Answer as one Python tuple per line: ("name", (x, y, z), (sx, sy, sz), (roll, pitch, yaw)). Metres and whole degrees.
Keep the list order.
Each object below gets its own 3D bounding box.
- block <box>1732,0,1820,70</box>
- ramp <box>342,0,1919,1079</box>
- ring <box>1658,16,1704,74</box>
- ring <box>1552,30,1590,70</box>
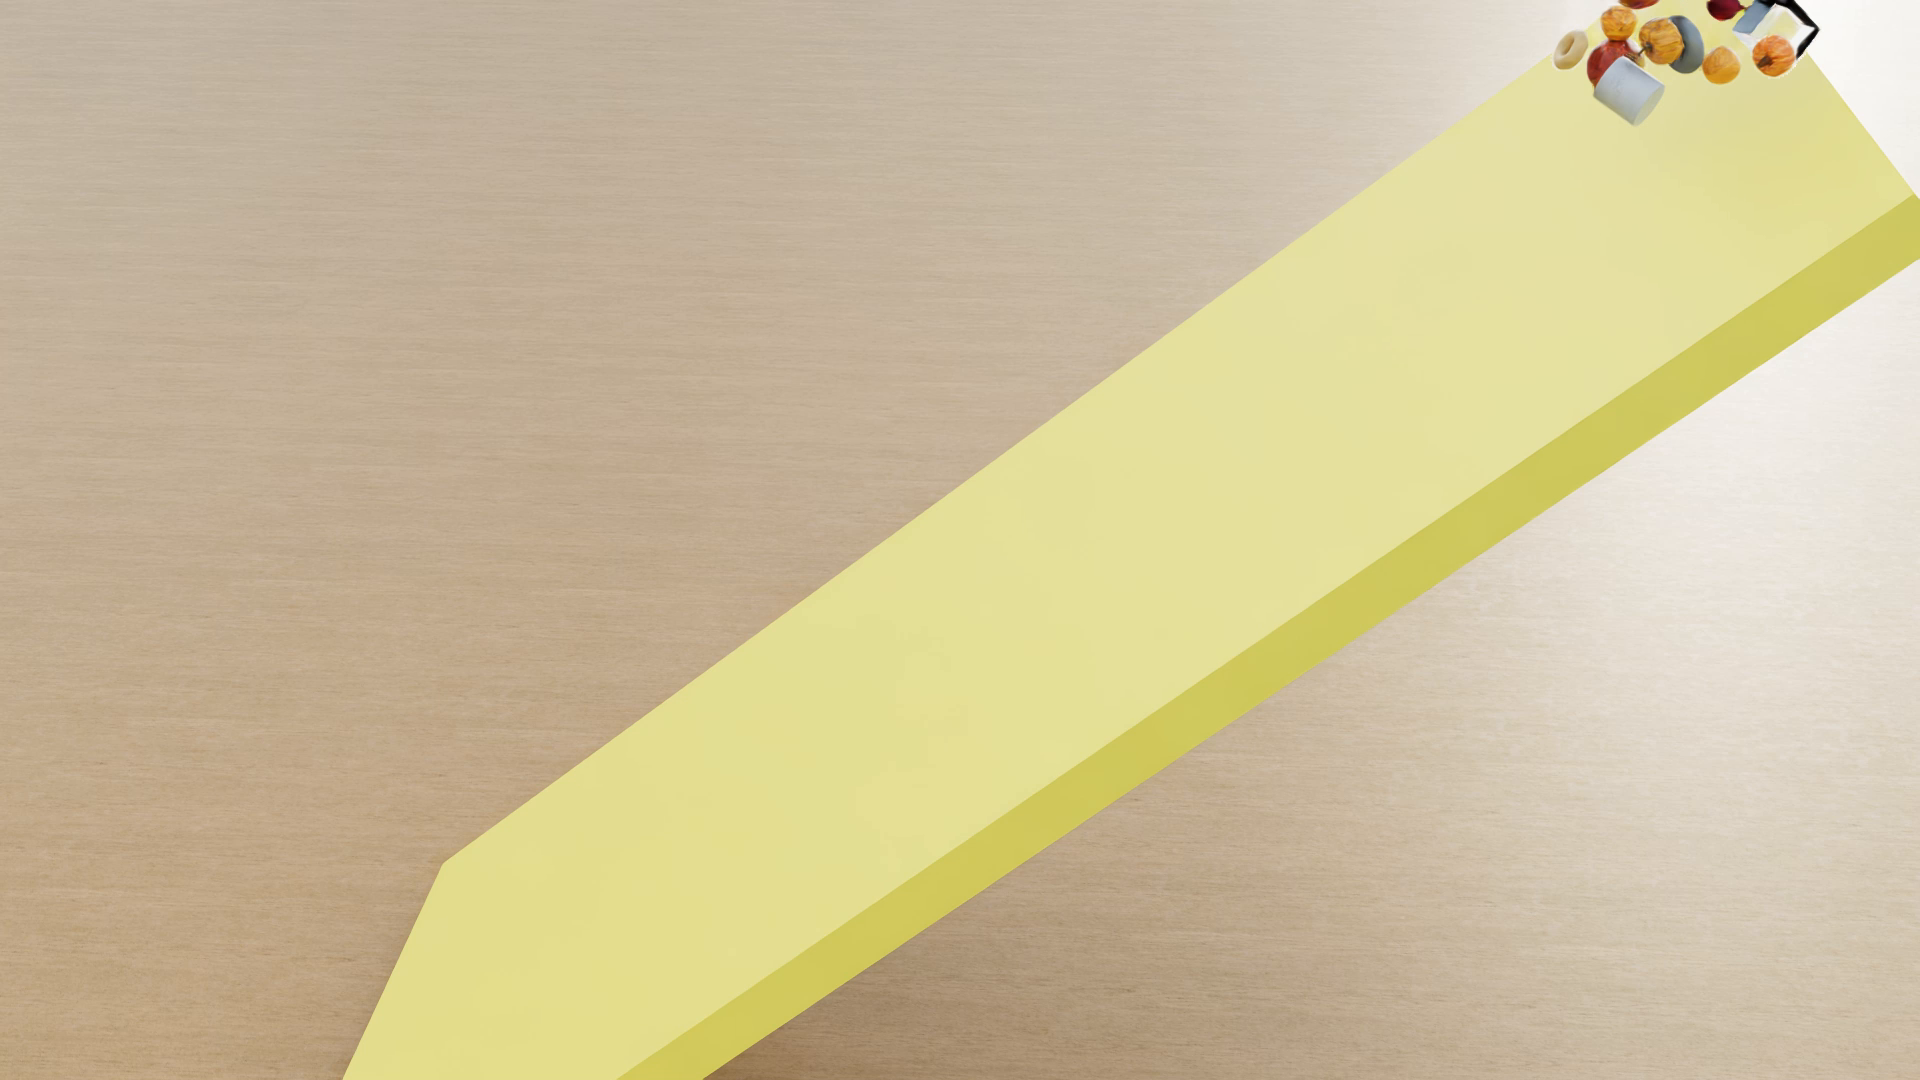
("block", (1.540, -0.963, 5.552), (0.095, 0.095, 0.095), (37, 2, -30))
("ramp", (0.121, 0.185, 6.340), (4.000, 0.100, 2.000), (-36, 16, 18))
("ring", (1.369, -0.940, 5.583), (0.038, 0.115, 0.115), (-24, 30, -16))
("ring", (1.202, -0.965, 5.786), (0.029, 0.088, 0.088), (31, 16, -19))
